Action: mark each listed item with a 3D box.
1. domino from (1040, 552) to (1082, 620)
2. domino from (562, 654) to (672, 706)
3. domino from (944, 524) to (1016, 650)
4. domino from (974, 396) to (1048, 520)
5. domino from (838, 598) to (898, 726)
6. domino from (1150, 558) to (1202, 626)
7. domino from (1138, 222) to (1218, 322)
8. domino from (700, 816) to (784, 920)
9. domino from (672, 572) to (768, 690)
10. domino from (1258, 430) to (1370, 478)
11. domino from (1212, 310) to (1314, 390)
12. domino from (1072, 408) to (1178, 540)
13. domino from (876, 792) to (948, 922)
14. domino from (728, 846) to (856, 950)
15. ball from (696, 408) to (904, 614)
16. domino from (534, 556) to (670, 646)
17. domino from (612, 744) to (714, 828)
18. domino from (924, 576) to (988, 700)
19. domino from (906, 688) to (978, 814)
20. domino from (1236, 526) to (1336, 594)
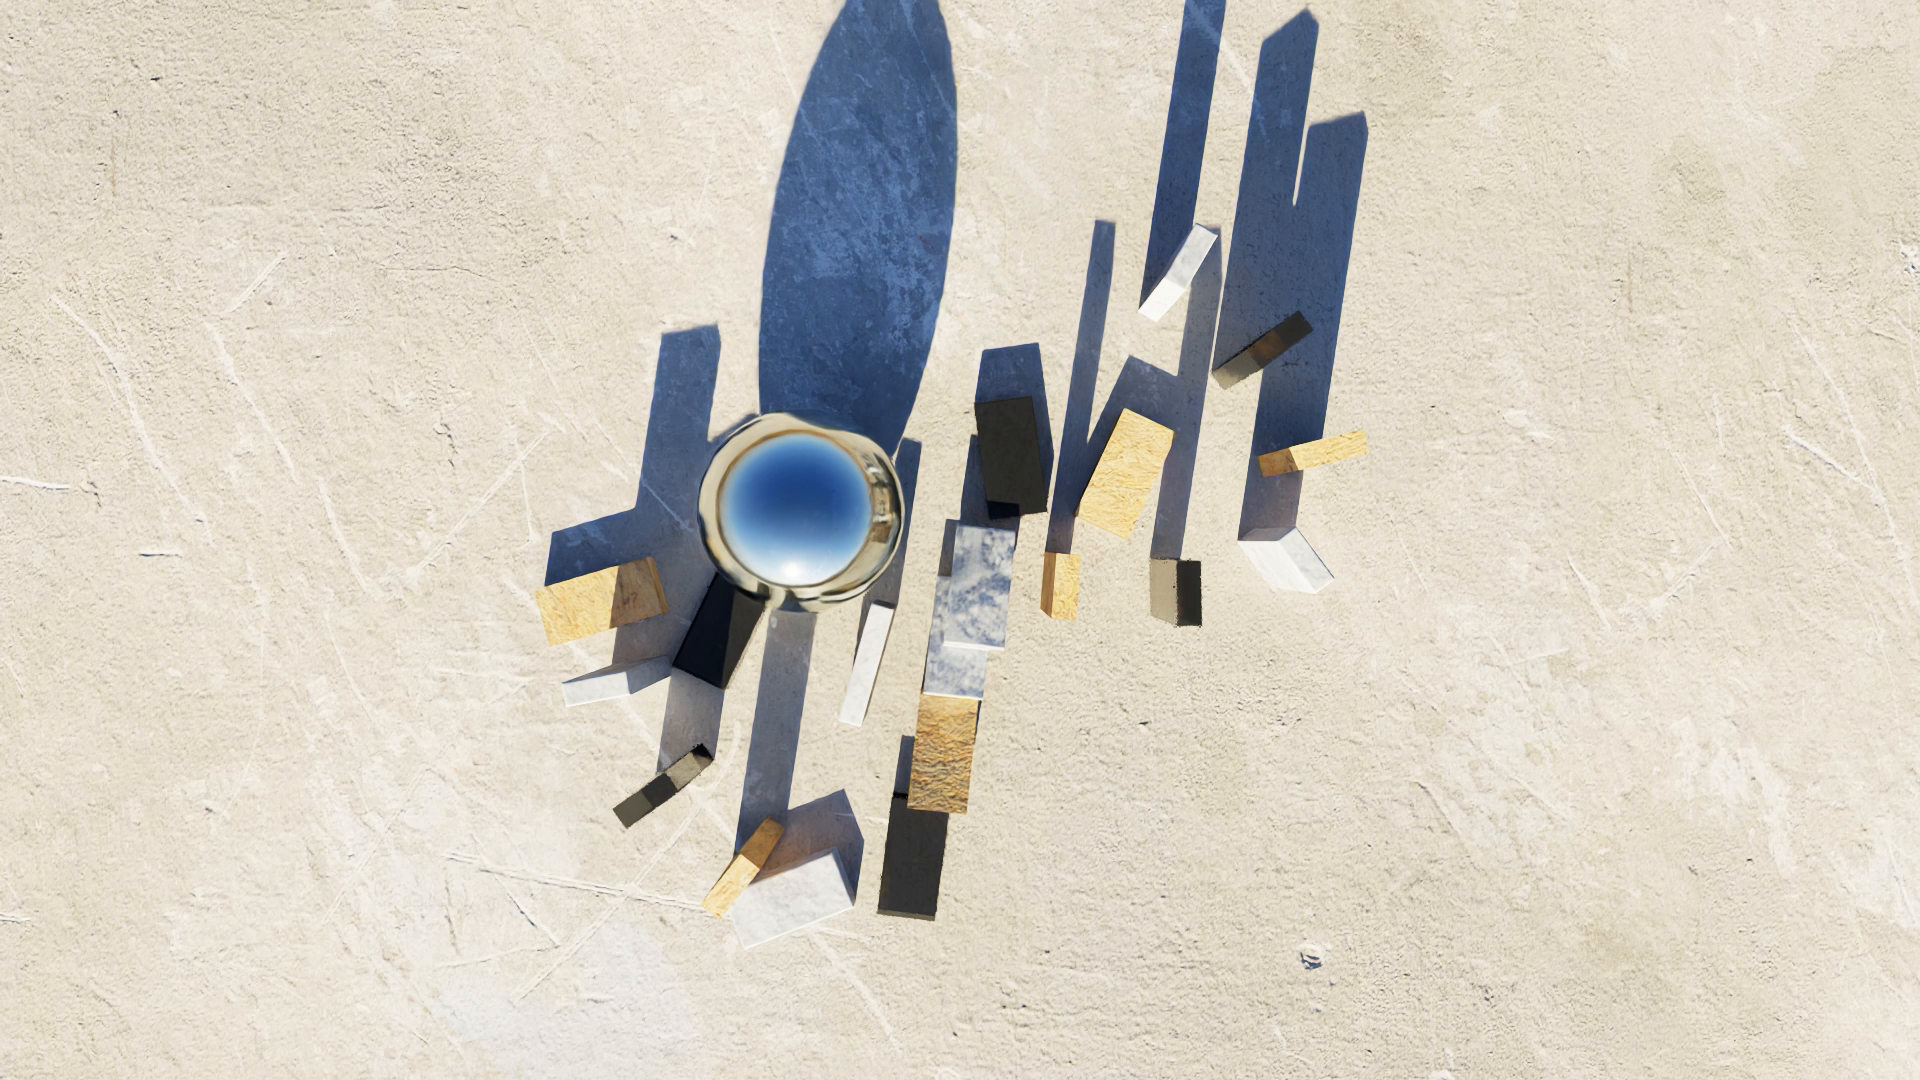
[{"bbox_3d":[0.041,0.018,0.375,0.009,0.050,0.025,5,90,0],"label":"domino"},{"bbox_3d":[-0.139,0.057,0.375,0.025,0.050,0.009,-11,90,0],"label":"domino"},{"bbox_3d":[0.008,0.020,0.385,0.025,0.010,0.050,6,79,0],"label":"domino"},{"bbox_3d":[0.022,-0.035,0.395,0.025,0.009,0.050,-8,90,0],"label":"domino"},{"bbox_3d":[-0.038,0.051,0.388,0.009,0.025,0.050,16,90,0],"label":"domino"},{"bbox_3d":[0.088,0.020,0.375,0.009,0.050,0.025,-1,90,0],"label":"domino"},{"bbox_3d":[0.088,-0.108,0.375,0.010,0.050,0.025,30,90,0],"label":"domino"},{"bbox_3d":[-0.088,0.133,0.375,0.009,0.050,0.025,39,90,0],"label":"domino"},{"bbox_3d":[-0.101,0.036,0.395,0.025,0.010,0.050,26,90,0],"label":"domino"},{"bbox_3d":[0.143,-0.035,0.375,0.025,0.050,0.009,-14,90,0],"label":"domino"},{"bbox_3d":[0.122,-0.077,0.375,0.025,0.050,0.009,-37,90,0],"label":"domino"},{"bbox_3d":[0.071,-0.028,0.395,0.025,0.009,0.050,25,90,0],"label":"domino"},{"bbox_3d":[-0.020,0.136,0.395,0.025,0.009,0.050,7,90,0],"label":"domino"},{"bbox_3d":[-0.073,0.154,0.395,0.050,0.009,0.025,-21,90,0],"label":"domino"},{"bbox_3d":[-0.062,-0.011,0.360,0.080,0.080,0.080,0,90,0],"label":"ball"},{"bbox_3d":[-0.154,0.026,0.395,0.050,0.010,0.025,-16,90,0],"label":"domino"},{"bbox_3d":[-0.120,0.100,0.375,0.025,0.050,0.009,-35,90,0],"label":"domino"},{"bbox_3d":[0.000,0.042,0.390,0.025,0.010,0.050,6,79,0],"label":"domino"},{"bbox_3d":[-0.007,0.089,0.390,0.025,0.009,0.050,6,78,0],"label":"domino"},{"bbox_3d":[0.132,0.008,0.375,0.009,0.050,0.025,-37,90,0],"label":"domino"}]
